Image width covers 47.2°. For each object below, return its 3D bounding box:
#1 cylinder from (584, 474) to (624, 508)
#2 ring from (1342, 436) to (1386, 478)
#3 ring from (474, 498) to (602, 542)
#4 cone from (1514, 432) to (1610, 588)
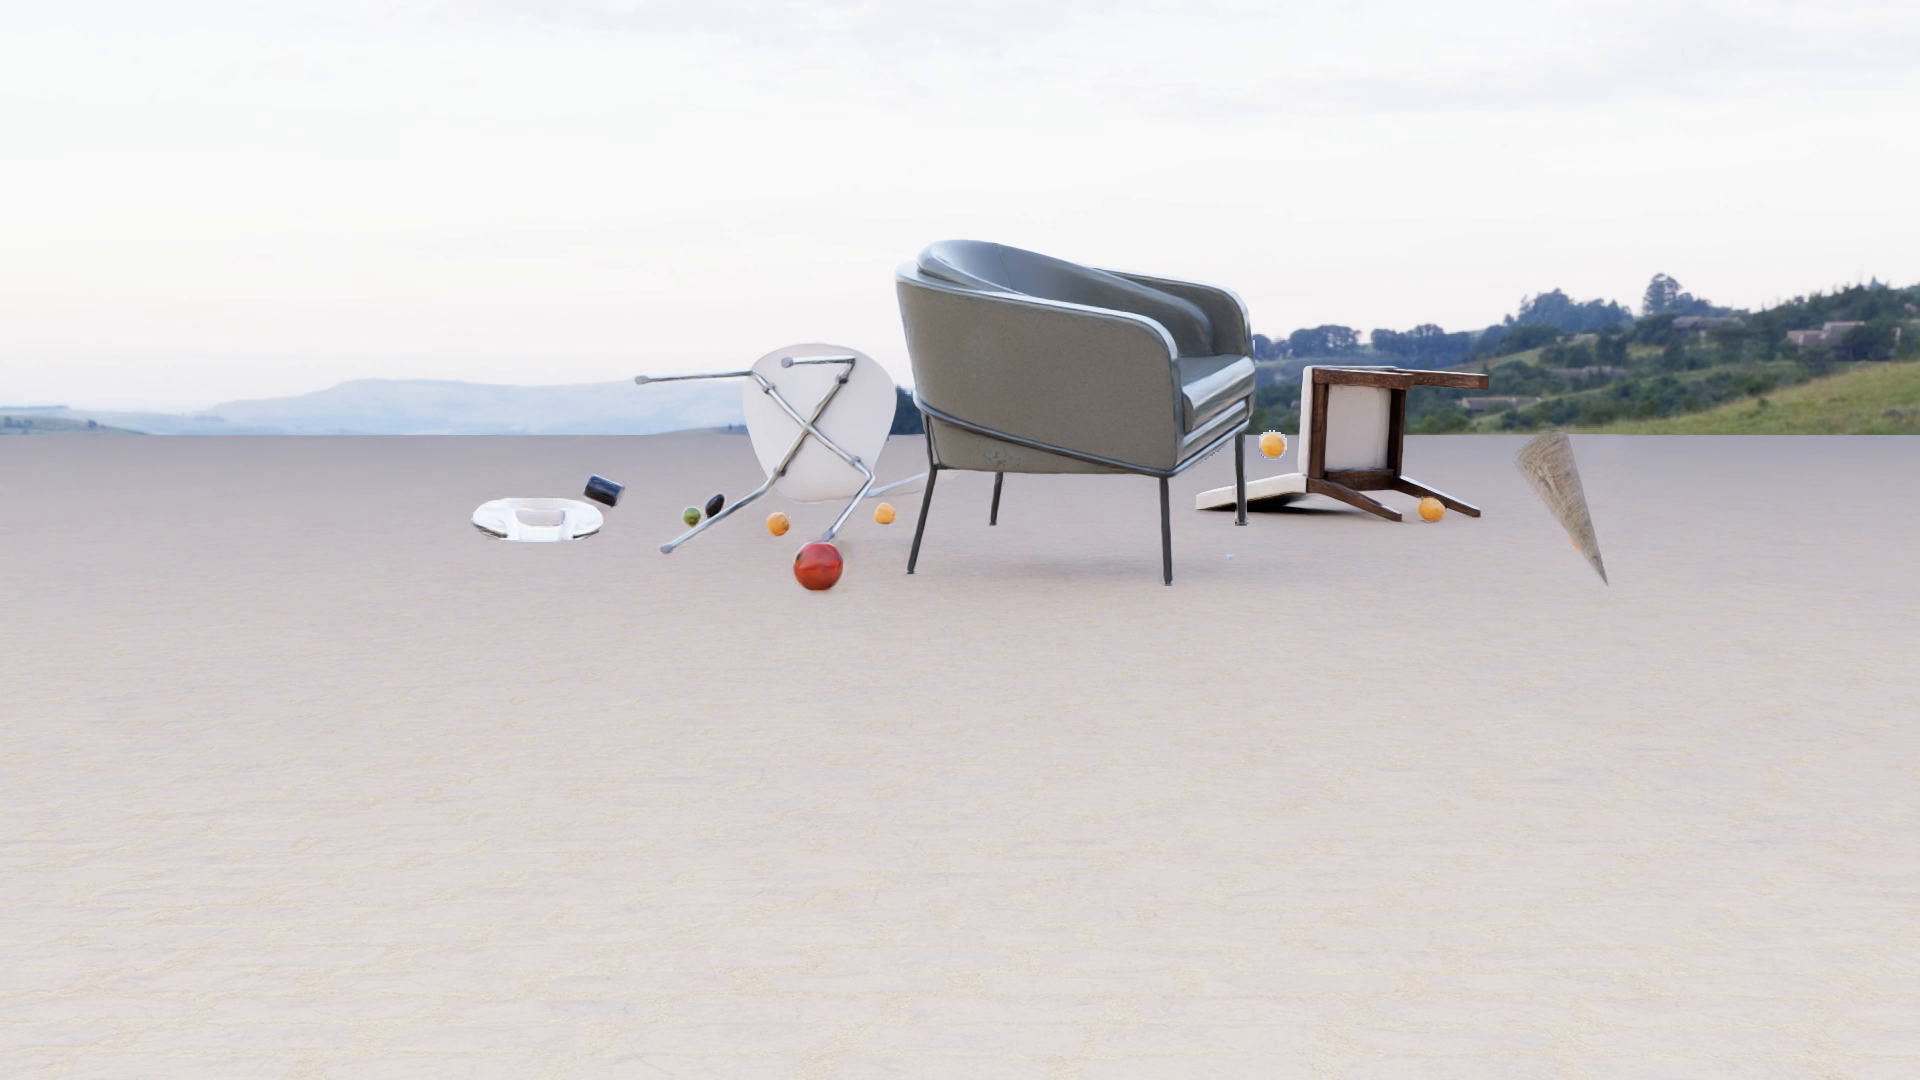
[{"bbox_3d":[-1.342,-0.184,8.294,0.121,0.086,0.105,22,30,2],"label":"cylinder"},{"bbox_3d":[1.495,-0.308,8.136,0.142,0.098,0.190,-37,-47,16],"label":"ring"},{"bbox_3d":[-1.263,-0.060,6.590,0.394,0.099,0.348,-3,11,-38],"label":"ring"},{"bbox_3d":[1.392,-0.047,4.975,0.131,0.351,0.315,-25,-14,9],"label":"cone"}]
